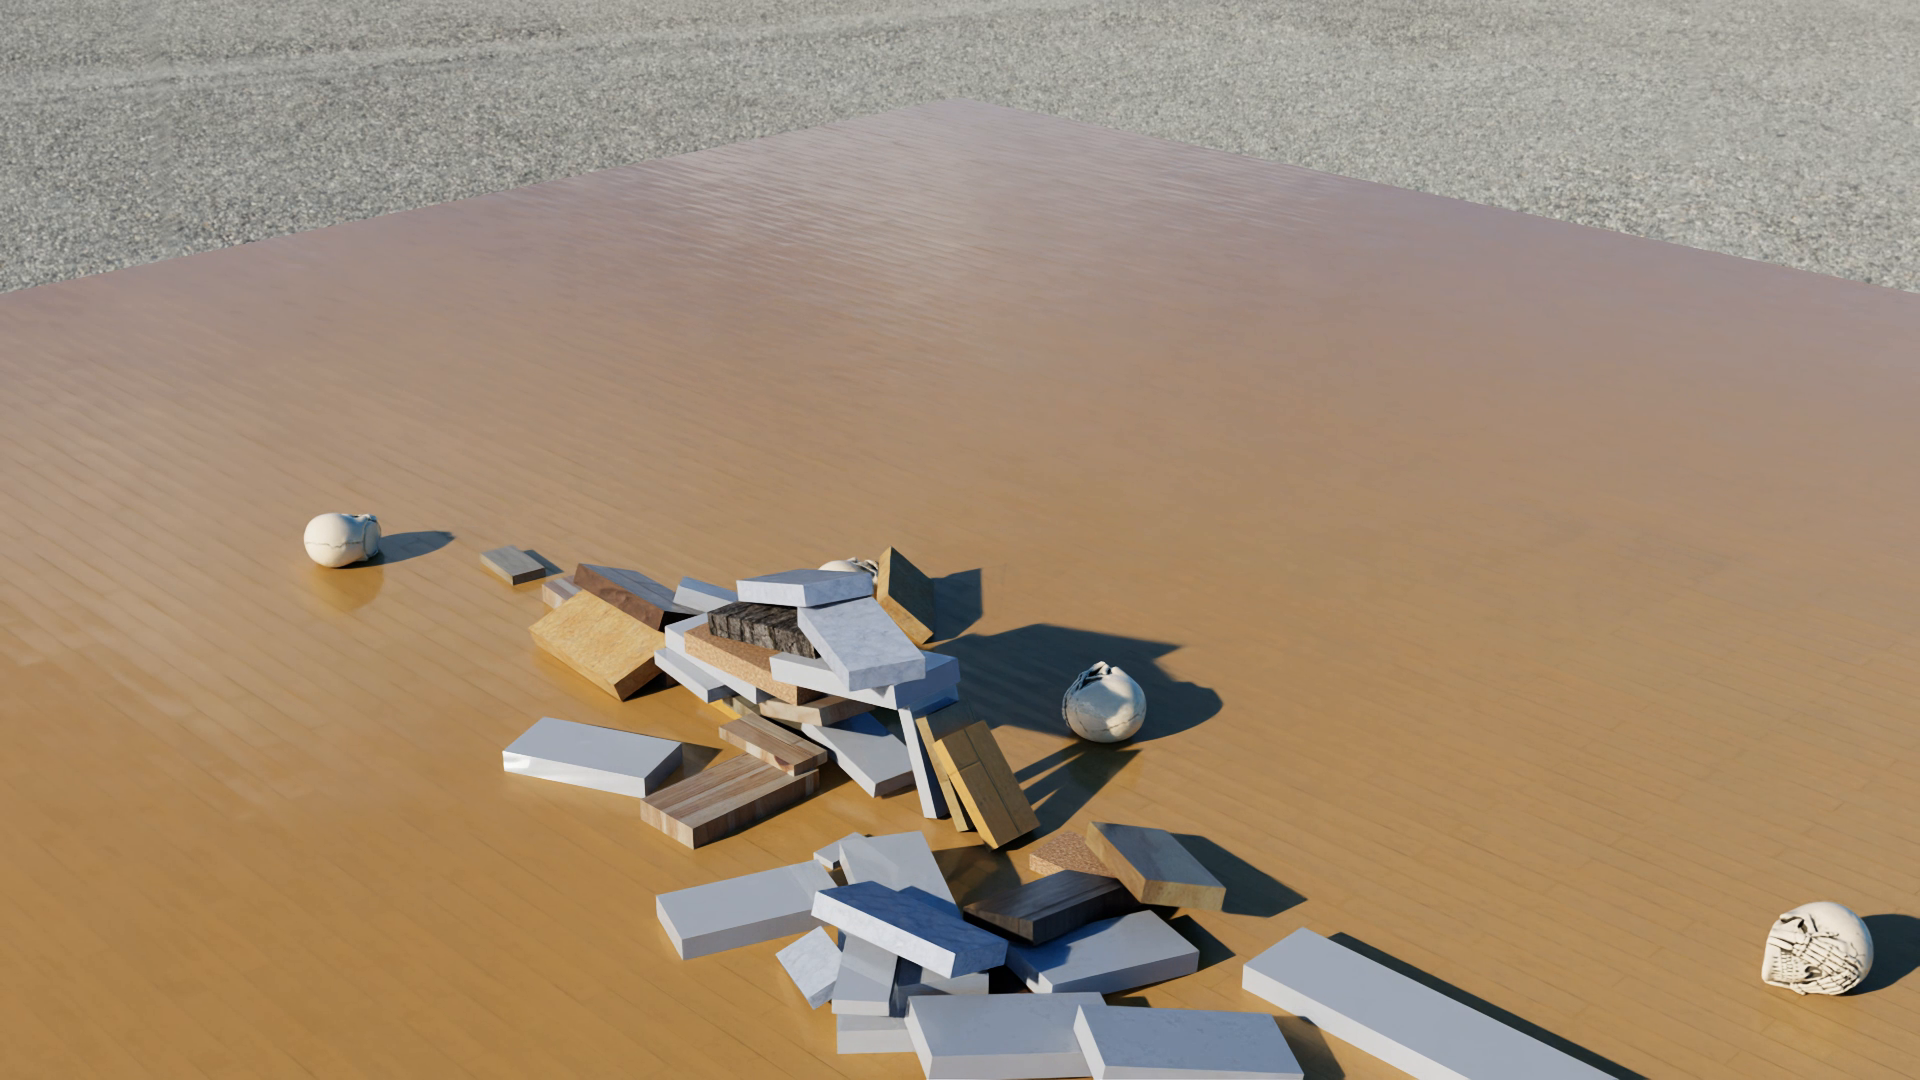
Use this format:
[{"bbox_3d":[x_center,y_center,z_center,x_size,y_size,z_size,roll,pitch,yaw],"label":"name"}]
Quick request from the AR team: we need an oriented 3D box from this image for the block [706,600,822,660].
[{"bbox_3d":[-0.357,0.176,4.671,0.177,0.050,0.354,-21,21,-40],"label":"block"}]

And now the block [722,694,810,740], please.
[{"bbox_3d":[-0.399,0.371,4.769,0.114,0.032,0.228,-21,38,-39],"label":"block"}]

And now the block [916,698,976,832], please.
[{"bbox_3d":[0.006,0.450,4.412,0.120,0.239,0.034,-21,1,-41],"label":"block"}]

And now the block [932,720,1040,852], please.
[{"bbox_3d":[0.053,0.486,4.360,0.120,0.239,0.034,-21,-12,-40],"label":"block"}]

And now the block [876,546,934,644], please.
[{"bbox_3d":[-0.130,0.130,5.288,0.145,0.041,0.291,41,17,-16],"label":"block"}]

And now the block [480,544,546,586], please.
[{"bbox_3d":[-1.134,0.063,5.579,0.091,0.026,0.182,-16,28,-33],"label":"block"}]

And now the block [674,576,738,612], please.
[{"bbox_3d":[-0.523,0.158,5.179,0.291,0.041,0.145,17,7,-4],"label":"block"}]

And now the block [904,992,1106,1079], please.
[{"bbox_3d":[0.095,0.829,3.679,0.343,0.049,0.171,2,22,-16],"label":"block"}]

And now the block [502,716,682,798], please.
[{"bbox_3d":[-0.771,0.456,4.626,0.333,0.047,0.167,8,24,19],"label":"block"}]

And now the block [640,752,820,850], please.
[{"bbox_3d":[-0.466,0.518,4.478,0.166,0.047,0.333,21,31,40],"label":"block"}]

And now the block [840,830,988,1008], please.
[{"bbox_3d":[-0.090,0.679,3.986,0.160,0.045,0.494,-6,24,-13],"label":"block"}]

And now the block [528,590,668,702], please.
[{"bbox_3d":[-0.820,0.235,5.065,0.175,0.050,0.389,-37,38,-24],"label":"block"}]

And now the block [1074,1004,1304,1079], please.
[{"bbox_3d":[0.375,0.844,3.629,0.343,0.049,0.171,6,21,-14],"label":"block"}]

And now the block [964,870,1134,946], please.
[{"bbox_3d":[0.165,0.668,4.011,0.156,0.044,0.312,4,8,39],"label":"block"}]

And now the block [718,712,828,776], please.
[{"bbox_3d":[-0.392,0.427,4.601,0.091,0.026,0.240,-21,31,-41],"label":"block"}]

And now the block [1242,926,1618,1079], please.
[{"bbox_3d":[0.807,0.843,3.711,0.699,0.049,0.171,21,31,41],"label":"block"}]

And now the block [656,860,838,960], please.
[{"bbox_3d":[-0.386,0.685,4.088,0.320,0.045,0.160,-10,25,-22],"label":"block"}]

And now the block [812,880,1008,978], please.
[{"bbox_3d":[-0.088,0.674,3.822,0.312,0.044,0.156,17,10,35],"label":"block"}]

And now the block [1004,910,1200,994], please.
[{"bbox_3d":[0.252,0.742,3.913,0.312,0.044,0.156,-6,23,-30],"label":"block"}]

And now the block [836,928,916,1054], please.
[{"bbox_3d":[-0.134,0.783,3.857,0.160,0.045,0.320,-1,23,-2],"label":"block"}]

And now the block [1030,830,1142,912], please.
[{"bbox_3d":[0.264,0.634,4.222,0.239,0.034,0.120,19,29,37],"label":"block"}]

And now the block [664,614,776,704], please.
[{"bbox_3d":[-0.478,0.249,4.833,0.175,0.050,0.350,-18,30,-36],"label":"block"}]

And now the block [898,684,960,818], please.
[{"bbox_3d":[-0.043,0.416,4.449,0.131,0.262,0.037,-21,12,-41],"label":"block"}]

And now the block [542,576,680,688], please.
[{"bbox_3d":[-0.777,0.201,5.227,0.167,0.047,0.593,-17,28,-34],"label":"block"}]

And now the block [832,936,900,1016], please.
[{"bbox_3d":[-0.158,0.741,3.746,0.095,0.027,0.191,2,23,4],"label":"block"}]

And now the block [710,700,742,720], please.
[{"bbox_3d":[-0.475,0.355,4.883,0.114,0.032,0.228,-17,28,-35],"label":"block"}]

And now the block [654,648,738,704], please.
[{"bbox_3d":[-0.566,0.286,4.847,0.114,0.032,0.228,-17,30,-33],"label":"block"}]

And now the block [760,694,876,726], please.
[{"bbox_3d":[-0.304,0.346,4.643,0.131,0.037,0.262,-16,10,-32],"label":"block"}]

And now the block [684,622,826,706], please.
[{"bbox_3d":[-0.408,0.247,4.718,0.354,0.050,0.177,21,31,38],"label":"block"}]

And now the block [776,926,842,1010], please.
[{"bbox_3d":[-0.252,0.752,3.875,0.095,0.027,0.191,-31,22,-12],"label":"block"}]

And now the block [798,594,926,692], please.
[{"bbox_3d":[-0.200,0.203,4.409,0.159,0.045,0.319,-9,25,-20],"label":"block"}]

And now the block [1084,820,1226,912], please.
[{"bbox_3d":[0.363,0.610,4.134,0.159,0.045,0.319,9,10,-17],"label":"block"}]

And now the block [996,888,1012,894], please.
[{"bbox_3d":[0.088,0.699,4.051,0.056,0.016,0.240,2,15,5],"label":"block"}]

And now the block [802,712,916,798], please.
[{"bbox_3d":[-0.203,0.433,4.600,0.131,0.037,0.262,-17,39,-35],"label":"block"}]

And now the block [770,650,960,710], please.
[{"bbox_3d":[-0.196,0.263,4.477,0.177,0.050,0.379,-22,21,-41],"label":"block"}]

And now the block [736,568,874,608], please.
[{"bbox_3d":[-0.330,0.100,4.646,0.159,0.045,0.319,-10,6,-30],"label":"block"}]

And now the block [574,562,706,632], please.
[{"bbox_3d":[-0.735,0.141,5.160,0.175,0.050,0.350,10,10,-46],"label":"block"}]

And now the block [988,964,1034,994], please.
[{"bbox_3d":[0.103,0.779,3.890,0.095,0.027,0.191,-11,25,-25],"label":"block"}]

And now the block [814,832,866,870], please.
[{"bbox_3d":[-0.226,0.608,4.307,0.056,0.016,0.112,21,31,40],"label":"block"}]
